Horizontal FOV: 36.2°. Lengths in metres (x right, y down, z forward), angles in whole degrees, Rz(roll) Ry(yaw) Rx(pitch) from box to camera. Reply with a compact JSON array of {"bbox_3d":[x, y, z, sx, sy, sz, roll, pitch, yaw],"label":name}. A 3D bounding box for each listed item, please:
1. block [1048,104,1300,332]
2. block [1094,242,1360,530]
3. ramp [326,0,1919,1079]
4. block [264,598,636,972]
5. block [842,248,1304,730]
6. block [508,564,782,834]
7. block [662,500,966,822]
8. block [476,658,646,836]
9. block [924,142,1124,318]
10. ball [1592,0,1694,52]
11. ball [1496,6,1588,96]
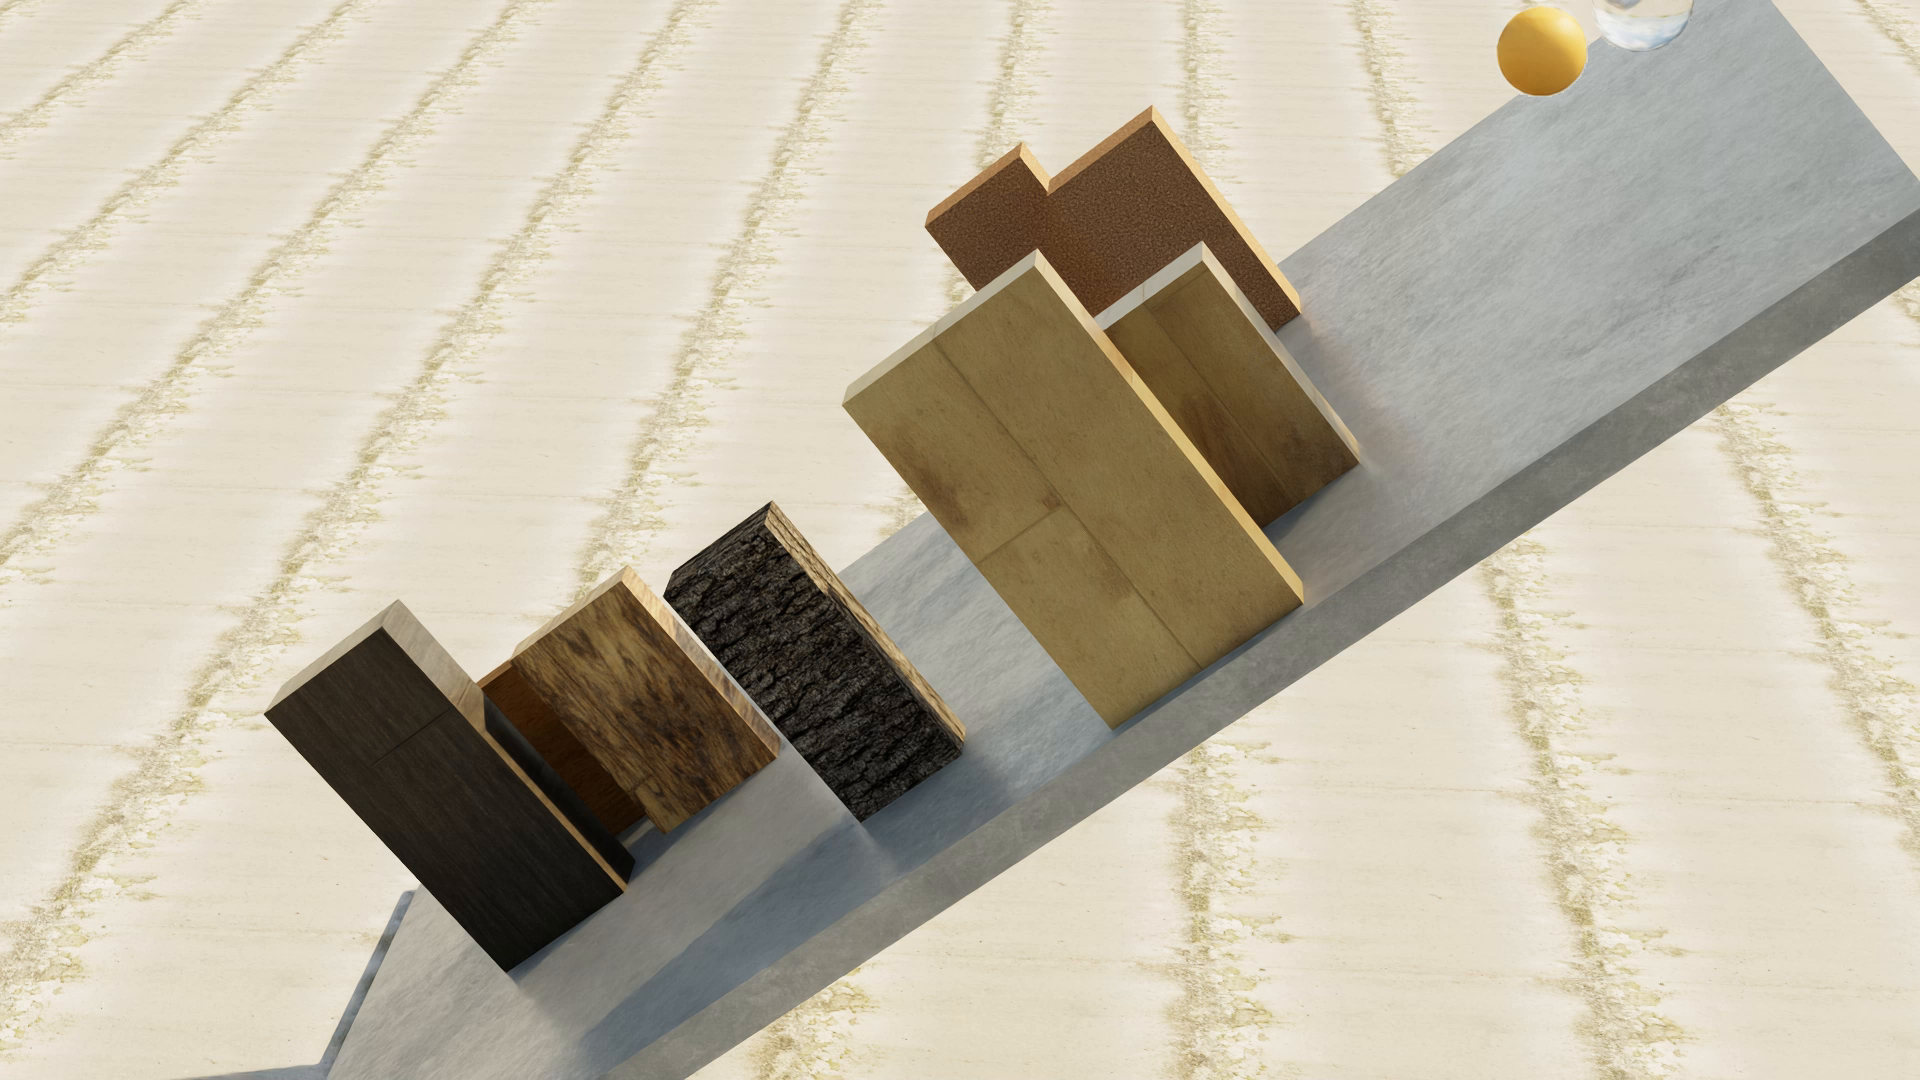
[{"bbox_3d":[0.482,-0.660,6.610,0.290,0.557,0.132,-35,16,17],"label":"block"},{"bbox_3d":[0.447,-0.244,5.640,0.414,0.503,0.123,-35,16,17],"label":"block"},{"bbox_3d":[0.126,0.181,6.329,4.000,0.100,2.000,-35,16,17],"label":"ramp"},{"bbox_3d":[-1.120,0.549,6.498,0.354,0.800,0.146,-35,16,17],"label":"block"},{"bbox_3d":[0.205,-0.080,5.218,0.425,0.784,0.097,-35,16,17],"label":"block"},{"bbox_3d":[-0.698,0.359,6.548,0.331,0.535,0.089,-35,16,17],"label":"block"},{"bbox_3d":[-0.281,0.242,5.769,0.257,0.611,0.121,-35,16,17],"label":"block"},{"bbox_3d":[-0.929,0.487,6.837,0.432,0.475,0.080,-35,16,17],"label":"block"},{"bbox_3d":[0.220,-0.604,6.952,0.282,0.614,0.126,-35,16,17],"label":"block"},{"bbox_3d":[1.324,-1.045,5.707,0.194,0.194,0.194,0,23,0],"label":"ball"},{"bbox_3d":[1.113,-0.935,5.626,0.170,0.170,0.170,0,23,0],"label":"ball"}]
